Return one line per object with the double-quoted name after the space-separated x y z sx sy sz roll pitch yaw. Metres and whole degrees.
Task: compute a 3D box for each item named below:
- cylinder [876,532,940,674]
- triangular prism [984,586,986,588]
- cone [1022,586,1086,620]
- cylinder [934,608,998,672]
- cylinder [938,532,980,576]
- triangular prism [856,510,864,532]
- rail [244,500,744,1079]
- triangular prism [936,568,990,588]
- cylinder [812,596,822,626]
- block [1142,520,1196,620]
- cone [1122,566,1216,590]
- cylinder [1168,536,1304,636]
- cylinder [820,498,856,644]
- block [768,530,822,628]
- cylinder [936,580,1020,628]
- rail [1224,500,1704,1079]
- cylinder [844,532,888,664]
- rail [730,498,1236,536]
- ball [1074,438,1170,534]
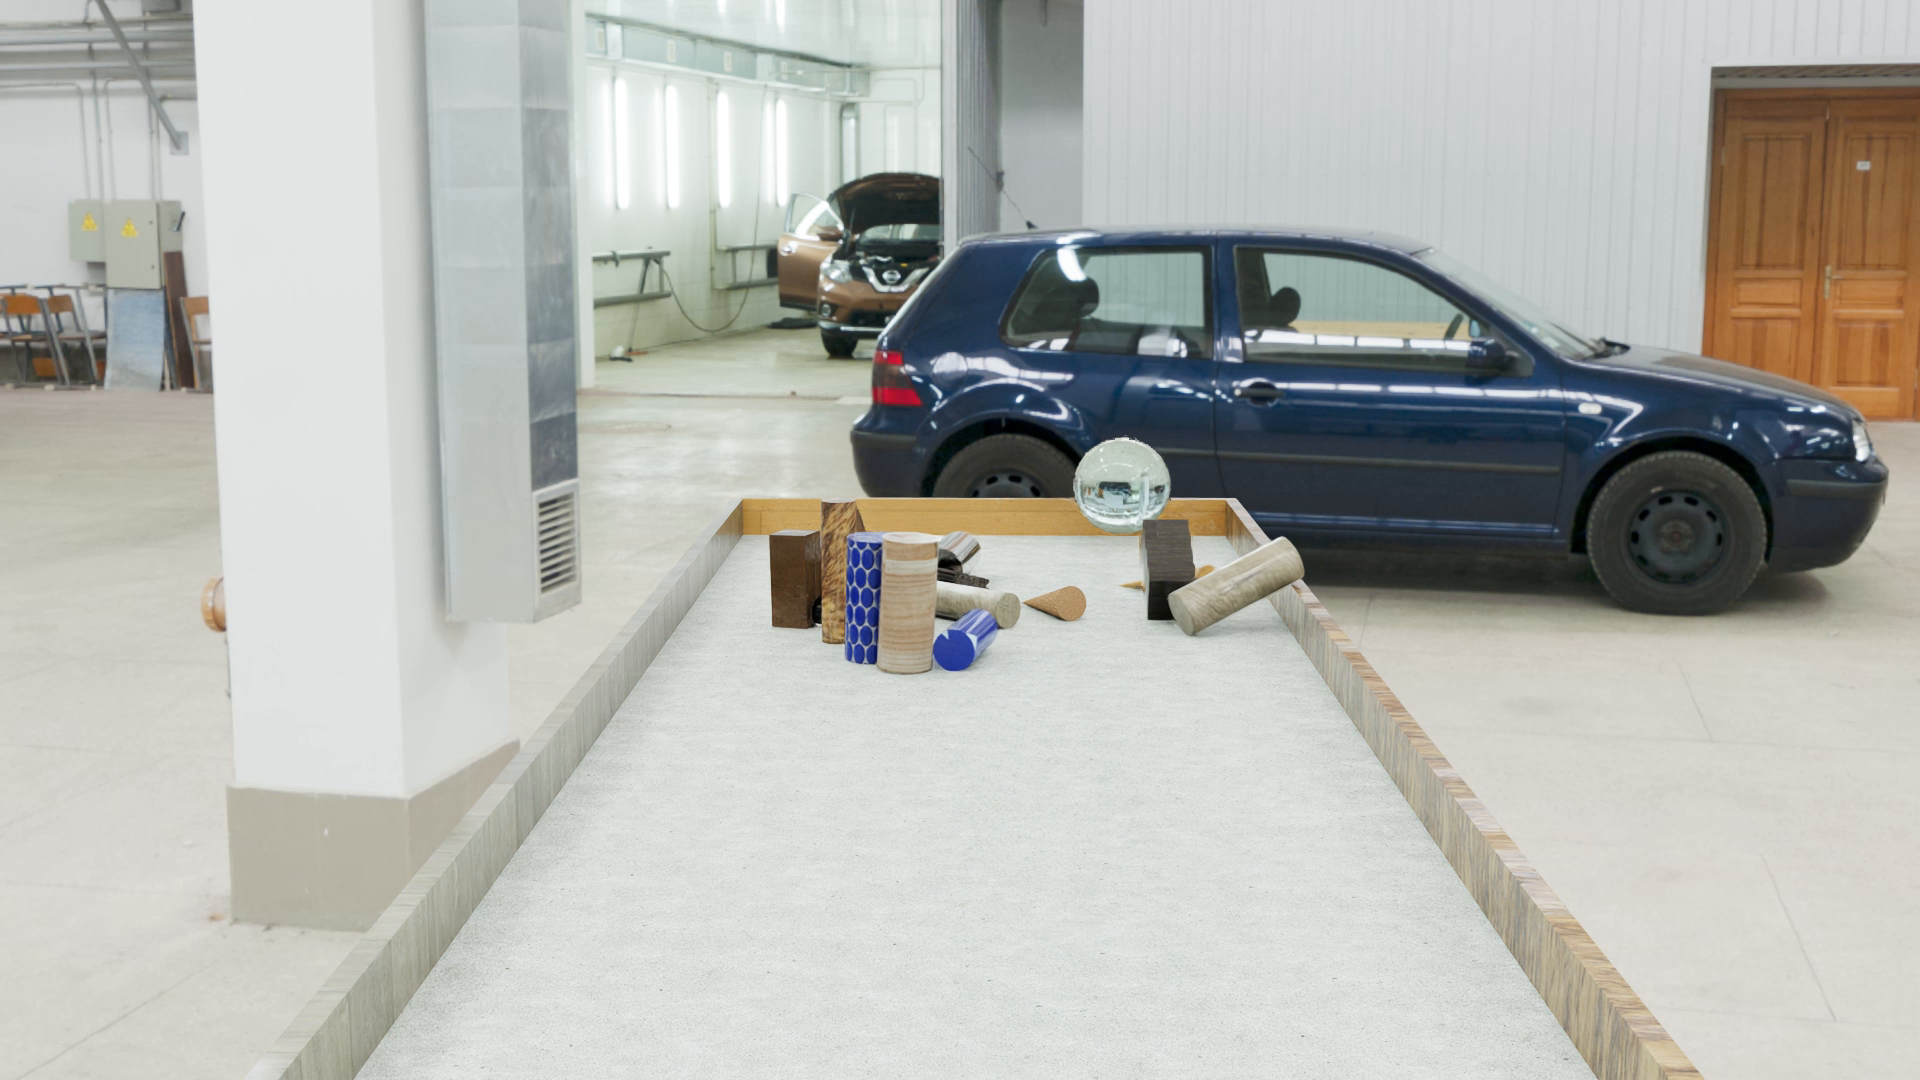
-0.156 0.186 6.534 0.167 0.396 0.167 3 12 -1 "cylinder"
-0.019 0.177 7.629 0.091 0.079 0.379 -6 11 -37 "triangular prism"
0.290 0.214 7.474 0.116 0.116 0.365 -4 1 -26 "cone"
0.019 0.303 6.696 0.127 0.127 0.335 2 9 13 "cylinder"
-0.036 0.079 7.993 0.163 0.163 0.407 2 9 10 "cylinder"
-0.303 0.097 7.283 0.098 0.397 0.085 -30 -26 28 "triangular prism"
-1.004 0.839 3.234 0.050 0.150 12.000 0 9 1 "rail"
-0.112 0.124 7.592 0.440 0.130 0.150 12 58 52 "triangular prism"
-0.293 0.249 7.106 0.393 0.103 0.103 6 11 34 "cylinder"
0.705 0.097 7.455 0.155 0.155 0.389 0 32 1 "block"
0.718 0.159 7.801 0.128 0.128 0.436 -8 4 -42 "cone"
0.892 0.148 7.107 0.424 0.151 0.151 -26 16 -14 "cylinder"
-0.383 0.098 6.951 0.111 0.451 0.111 0 9 0 "cylinder"
-0.538 0.127 7.226 0.127 0.305 0.127 2 9 20 "block"
0.029 0.212 7.295 0.357 0.118 0.118 8 12 43 "cylinder"
1.046 0.843 3.208 0.050 0.150 12.000 0 9 1 "rail"
-0.264 0.175 6.678 0.167 0.375 0.167 2 12 0 "cylinder"
0.099 -0.098 9.147 2.100 0.150 0.050 0 9 1 "rail"
0.657 -0.219 8.914 0.393 0.393 0.393 0 9 0 "ball"
